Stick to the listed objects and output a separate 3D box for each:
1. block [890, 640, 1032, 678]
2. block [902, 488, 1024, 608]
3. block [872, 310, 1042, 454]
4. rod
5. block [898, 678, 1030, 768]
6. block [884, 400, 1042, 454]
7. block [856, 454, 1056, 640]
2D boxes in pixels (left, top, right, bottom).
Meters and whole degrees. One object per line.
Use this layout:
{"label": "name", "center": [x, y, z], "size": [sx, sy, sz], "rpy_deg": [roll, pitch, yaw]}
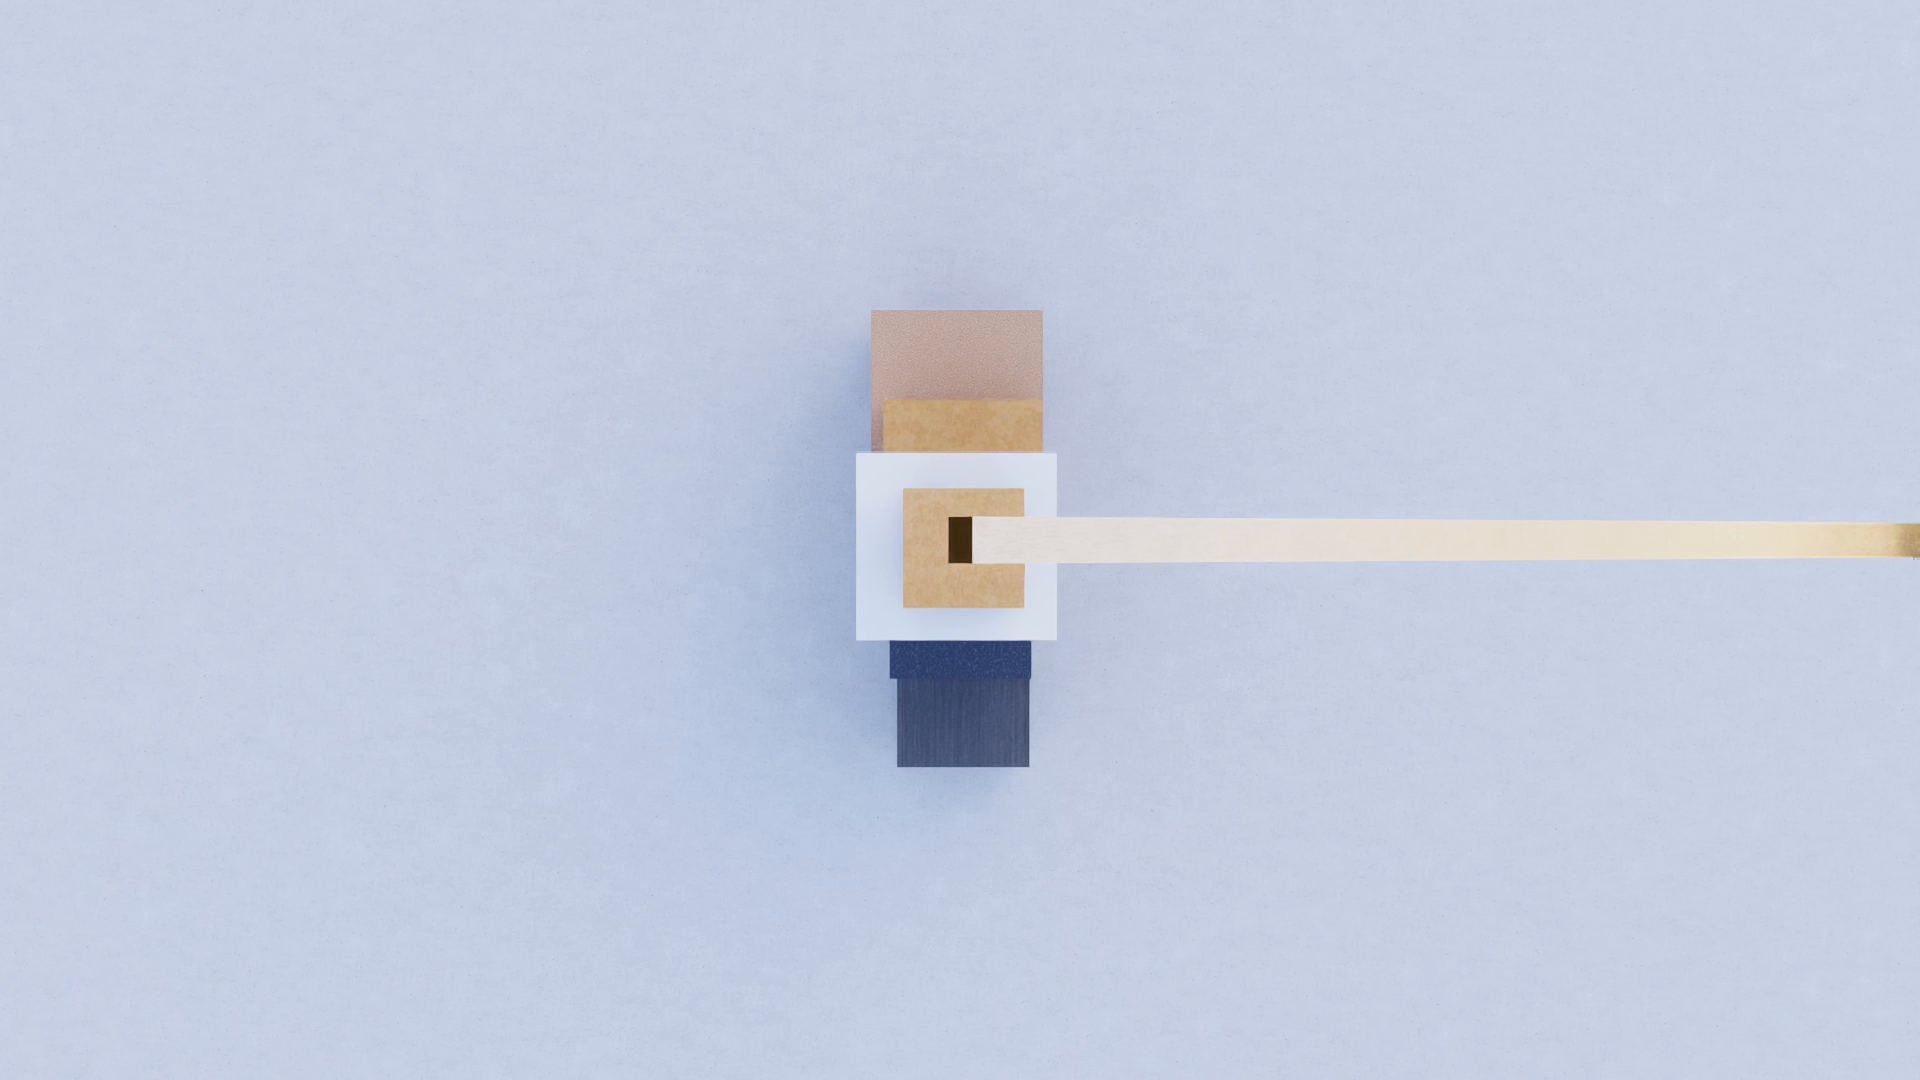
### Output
{"label": "block", "center": [0.003, 0.391, 11.752], "size": [0.734, 0.775, 0.657], "rpy_deg": [0, 90, 0]}
{"label": "block", "center": [0.013, 0.027, 7.864], "size": [0.421, 0.492, 0.415], "rpy_deg": [0, 90, 0]}
{"label": "block", "center": [-0.016, -0.764, 12.500], "size": [0.937, 1.000, 0.981], "rpy_deg": [0, 90, 0]}
{"label": "rod", "center": [2.212, 0.000, 5.136], "size": [5.200, 0.080, 0.080], "rpy_deg": [0, 90, -32]}
{"label": "block", "center": [0.019, 0.897, 12.569], "size": [0.732, 0.862, 0.716], "rpy_deg": [0, 90, 0]}
{"label": "block", "center": [0.016, -0.331, 11.627], "size": [0.814, 0.745, 0.779], "rpy_deg": [0, 90, 0]}
{"label": "block", "center": [-0.013, 0.023, 8.419], "size": [0.740, 0.619, 0.691], "rpy_deg": [0, 90, 0]}
